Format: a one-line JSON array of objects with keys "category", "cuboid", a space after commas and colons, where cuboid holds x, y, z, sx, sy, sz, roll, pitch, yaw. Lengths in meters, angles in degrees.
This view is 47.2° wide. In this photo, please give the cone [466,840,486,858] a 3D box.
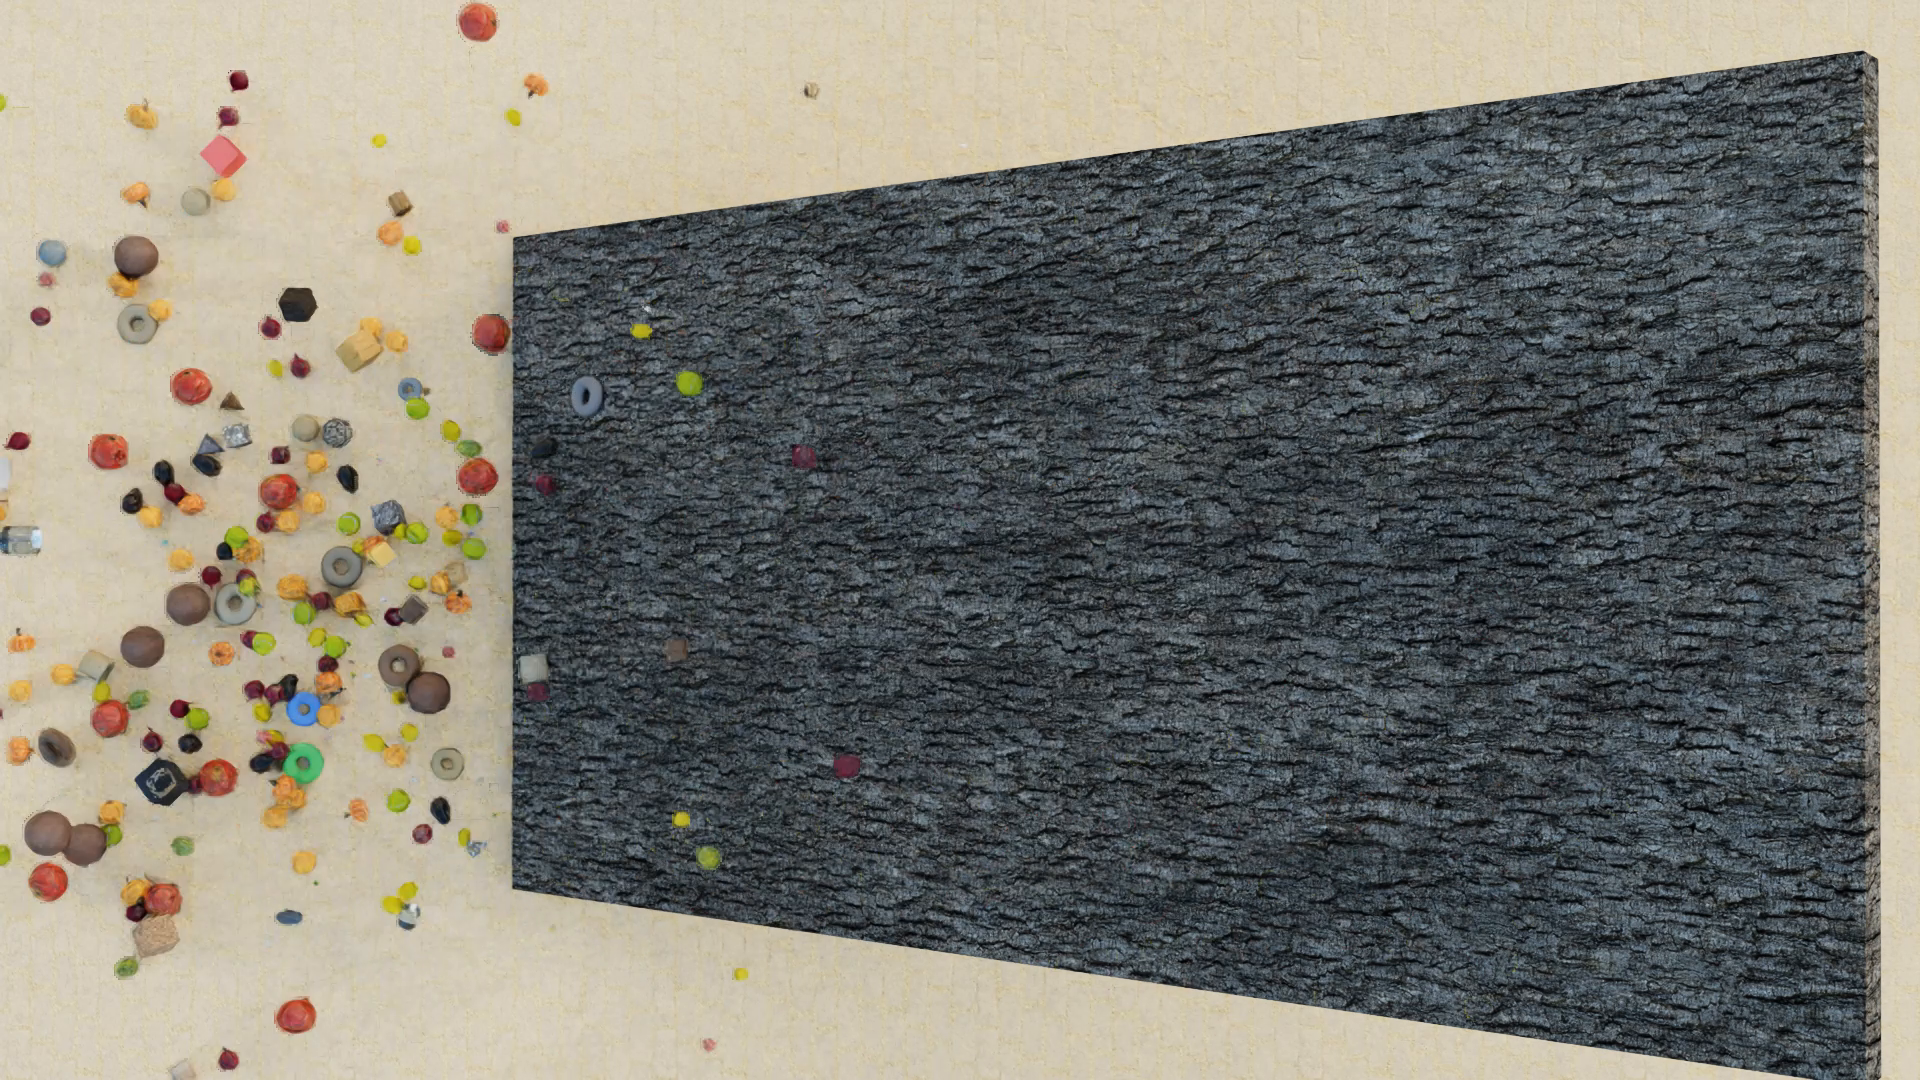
[{"category": "cone", "cuboid": [-1.480, 0.943, 6.775, 0.058, 0.058, 0.058, -24, 90, -43]}]

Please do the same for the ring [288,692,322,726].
[{"category": "ring", "cuboid": [-2.029, 0.524, 6.805, 0.107, 0.036, 0.107, 0, 89, -1]}]

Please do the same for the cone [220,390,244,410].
[{"category": "cone", "cuboid": [-2.246, -0.420, 6.814, 0.064, 0.064, 0.064, 32, 90, -27]}]

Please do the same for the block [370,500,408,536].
[{"category": "block", "cuboid": [-1.759, -0.067, 6.778, 0.077, 0.077, 0.077, -18, 72, 0]}]

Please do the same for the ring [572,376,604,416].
[{"category": "ring", "cuboid": [-1.103, -0.427, 6.509, 0.120, 0.040, 0.120, -1, 88, 38]}]

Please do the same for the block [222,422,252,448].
[{"category": "block", "cuboid": [-2.234, -0.322, 6.796, 0.063, 0.063, 0.063, -16, 90, 0]}]

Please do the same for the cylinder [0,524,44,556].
[{"category": "cylinder", "cuboid": [-2.894, 0.001, 6.780, 0.091, 0.091, 0.091, 5, 90, 7]}]

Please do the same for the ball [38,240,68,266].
[{"category": "ball", "cuboid": [-2.802, -0.887, 6.791, 0.082, 0.082, 0.082, 0, 90, 0]}]

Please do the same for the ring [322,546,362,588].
[{"category": "ring", "cuboid": [-1.913, 0.083, 6.804, 0.130, 0.043, 0.130, 0, 89, 1]}]

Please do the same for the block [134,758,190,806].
[{"category": "block", "cuboid": [-2.434, 0.741, 6.714, 0.096, 0.096, 0.096, -43, 70, 1]}]

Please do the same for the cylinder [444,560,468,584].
[{"category": "cylinder", "cuboid": [-1.548, 0.100, 6.765, 0.058, 0.058, 0.058, -16, 107, 0]}]

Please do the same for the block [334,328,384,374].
[{"category": "block", "cuboid": [-1.841, -0.580, 6.738, 0.087, 0.087, 0.087, -33, 95, 42]}]

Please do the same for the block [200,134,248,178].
[{"category": "block", "cuboid": [-2.274, -1.184, 6.790, 0.088, 0.088, 0.088, -44, 90, 0]}]

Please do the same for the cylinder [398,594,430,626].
[{"category": "cylinder", "cuboid": [-1.673, 0.215, 6.733, 0.067, 0.067, 0.067, 41, 93, 0]}]

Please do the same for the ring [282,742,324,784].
[{"category": "ring", "cuboid": [-2.031, 0.690, 6.800, 0.128, 0.043, 0.128, 0, 94, 0]}]

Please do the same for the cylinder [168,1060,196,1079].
[{"category": "cylinder", "cuboid": [-2.398, 1.646, 6.780, 0.059, 0.059, 0.059, -34, 81, 0]}]

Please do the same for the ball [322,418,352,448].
[{"category": "ball", "cuboid": [-1.921, -0.329, 6.782, 0.091, 0.091, 0.091, 0, 90, 0]}]

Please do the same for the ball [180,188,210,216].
[{"category": "ball", "cuboid": [-2.359, -1.042, 6.788, 0.088, 0.088, 0.088, 0, 90, 0]}]

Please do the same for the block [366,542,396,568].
[{"category": "block", "cuboid": [-1.769, 0.044, 6.719, 0.058, 0.058, 0.058, -42, 108, -23]}]

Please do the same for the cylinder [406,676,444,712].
[{"category": "cylinder", "cuboid": [-1.646, 0.474, 6.776, 0.090, 0.090, 0.090, -14, 90, -1]}]

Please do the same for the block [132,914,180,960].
[{"category": "block", "cuboid": [-2.452, 1.208, 6.705, 0.092, 0.092, 0.092, -38, 70, 41]}]

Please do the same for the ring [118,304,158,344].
[{"category": "ring", "cuboid": [-2.547, -0.667, 6.809, 0.126, 0.042, 0.126, 0, 90, 0]}]

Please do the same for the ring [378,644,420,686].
[{"category": "ring", "cuboid": [-1.734, 0.389, 6.801, 0.131, 0.044, 0.131, 0, 90, 1]}]

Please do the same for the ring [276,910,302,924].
[{"category": "ring", "cuboid": [-2.067, 1.164, 6.781, 0.078, 0.078, 0.026, -3, 62, 0]}]

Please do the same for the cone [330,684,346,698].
[{"category": "cone", "cuboid": [-1.924, 0.463, 6.808, 0.050, 0.050, 0.050, -7, 90, -20]}]

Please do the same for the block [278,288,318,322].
[{"category": "block", "cuboid": [-2.032, -0.723, 6.751, 0.075, 0.075, 0.075, 2, 132, 13]}]

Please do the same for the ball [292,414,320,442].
[{"category": "ball", "cuboid": [-2.020, -0.345, 6.786, 0.084, 0.084, 0.084, 0, 90, 0]}]

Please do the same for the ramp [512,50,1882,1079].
[{"category": "ramp", "cuboid": [0.217, 0.062, 5.533, 4.000, 0.100, 2.000, 0, 90, 39]}]

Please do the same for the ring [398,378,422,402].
[{"category": "ring", "cuboid": [-1.705, -0.466, 6.816, 0.077, 0.026, 0.077, 0, 93, 1]}]

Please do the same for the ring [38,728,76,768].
[{"category": "ring", "cuboid": [-2.783, 0.642, 6.774, 0.134, 0.045, 0.134, 13, 123, 20]}]

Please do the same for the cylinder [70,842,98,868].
[{"category": "cylinder", "cuboid": [-2.704, 0.971, 6.785, 0.060, 0.060, 0.060, 30, 85, 0]}]

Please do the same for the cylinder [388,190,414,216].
[{"category": "cylinder", "cuboid": [-1.731, -1.041, 6.802, 0.058, 0.058, 0.058, -32, 90, 0]}]

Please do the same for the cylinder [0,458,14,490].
[{"category": "cylinder", "cuboid": [-2.970, -0.204, 6.769, 0.089, 0.089, 0.089, 6, 80, 0]}]

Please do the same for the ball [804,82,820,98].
[{"category": "ball", "cuboid": [-0.460, -1.393, 6.809, 0.051, 0.051, 0.051, 0, 90, 0]}]

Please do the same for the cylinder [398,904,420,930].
[{"category": "cylinder", "cuboid": [-1.699, 1.161, 6.781, 0.057, 0.057, 0.057, 23, 113, 0]}]

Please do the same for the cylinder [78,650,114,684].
[{"category": "cylinder", "cuboid": [-2.665, 0.390, 6.784, 0.076, 0.076, 0.076, 31, 90, -1]}]

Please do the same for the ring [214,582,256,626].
[{"category": "ring", "cuboid": [-2.241, 0.196, 6.798, 0.136, 0.045, 0.136, -1, 82, 5]}]

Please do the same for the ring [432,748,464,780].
[{"category": "ring", "cuboid": [-1.585, 0.693, 6.803, 0.105, 0.035, 0.105, 0, 93, 3]}]

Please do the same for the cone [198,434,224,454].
[{"category": "cone", "cuboid": [-2.311, -0.286, 6.812, 0.071, 0.071, 0.071, 21, 90, -26]}]
